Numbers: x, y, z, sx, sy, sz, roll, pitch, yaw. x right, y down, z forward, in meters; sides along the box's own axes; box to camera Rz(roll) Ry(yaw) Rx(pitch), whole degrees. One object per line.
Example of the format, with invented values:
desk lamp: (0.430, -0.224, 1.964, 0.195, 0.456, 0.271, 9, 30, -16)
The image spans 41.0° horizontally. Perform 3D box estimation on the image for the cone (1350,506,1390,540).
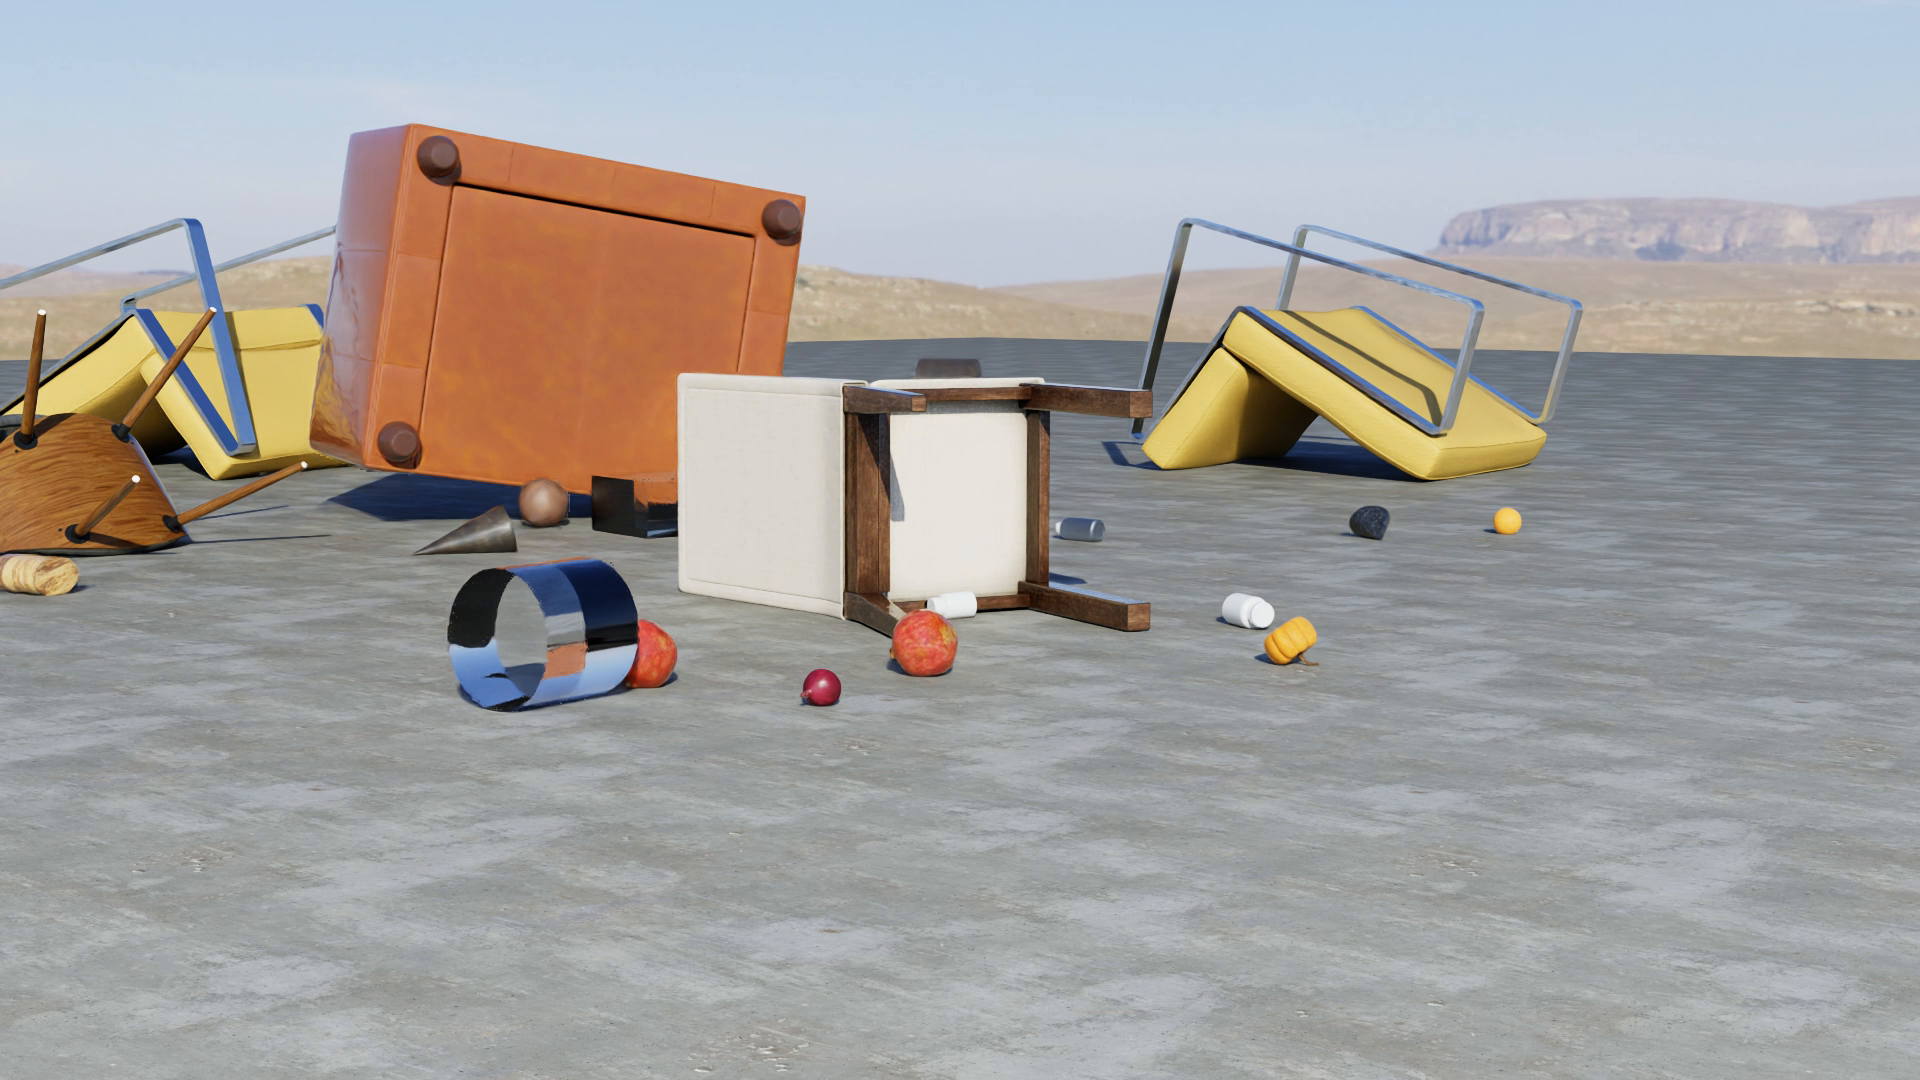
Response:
cone: (1.043, -0.023, 6.437, 0.110, 0.093, 0.092, 3, 32, -15)

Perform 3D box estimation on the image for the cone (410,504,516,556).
cone: (-1.191, 0.003, 6.100, 0.242, 0.112, 0.131, -17, 41, -19)

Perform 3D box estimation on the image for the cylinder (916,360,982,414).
cylinder: (-0.053, -0.727, 12.207, 0.278, 0.256, 0.276, 1, -15, 8)

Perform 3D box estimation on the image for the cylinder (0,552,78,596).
cylinder: (-1.926, 0.071, 5.335, 0.149, 0.079, 0.108, 4, 13, 33)

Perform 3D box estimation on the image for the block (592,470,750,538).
block: (-0.749, -0.095, 6.634, 0.306, 0.143, 0.276, -5, 7, -38)

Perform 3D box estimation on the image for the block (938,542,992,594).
block: (0.011, 0.059, 5.379, 0.072, 0.095, 0.097, 5, 7, 38)

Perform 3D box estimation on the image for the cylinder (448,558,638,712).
cylinder: (-0.641, 0.144, 3.953, 0.214, 0.223, 0.193, 50, 31, 22)
